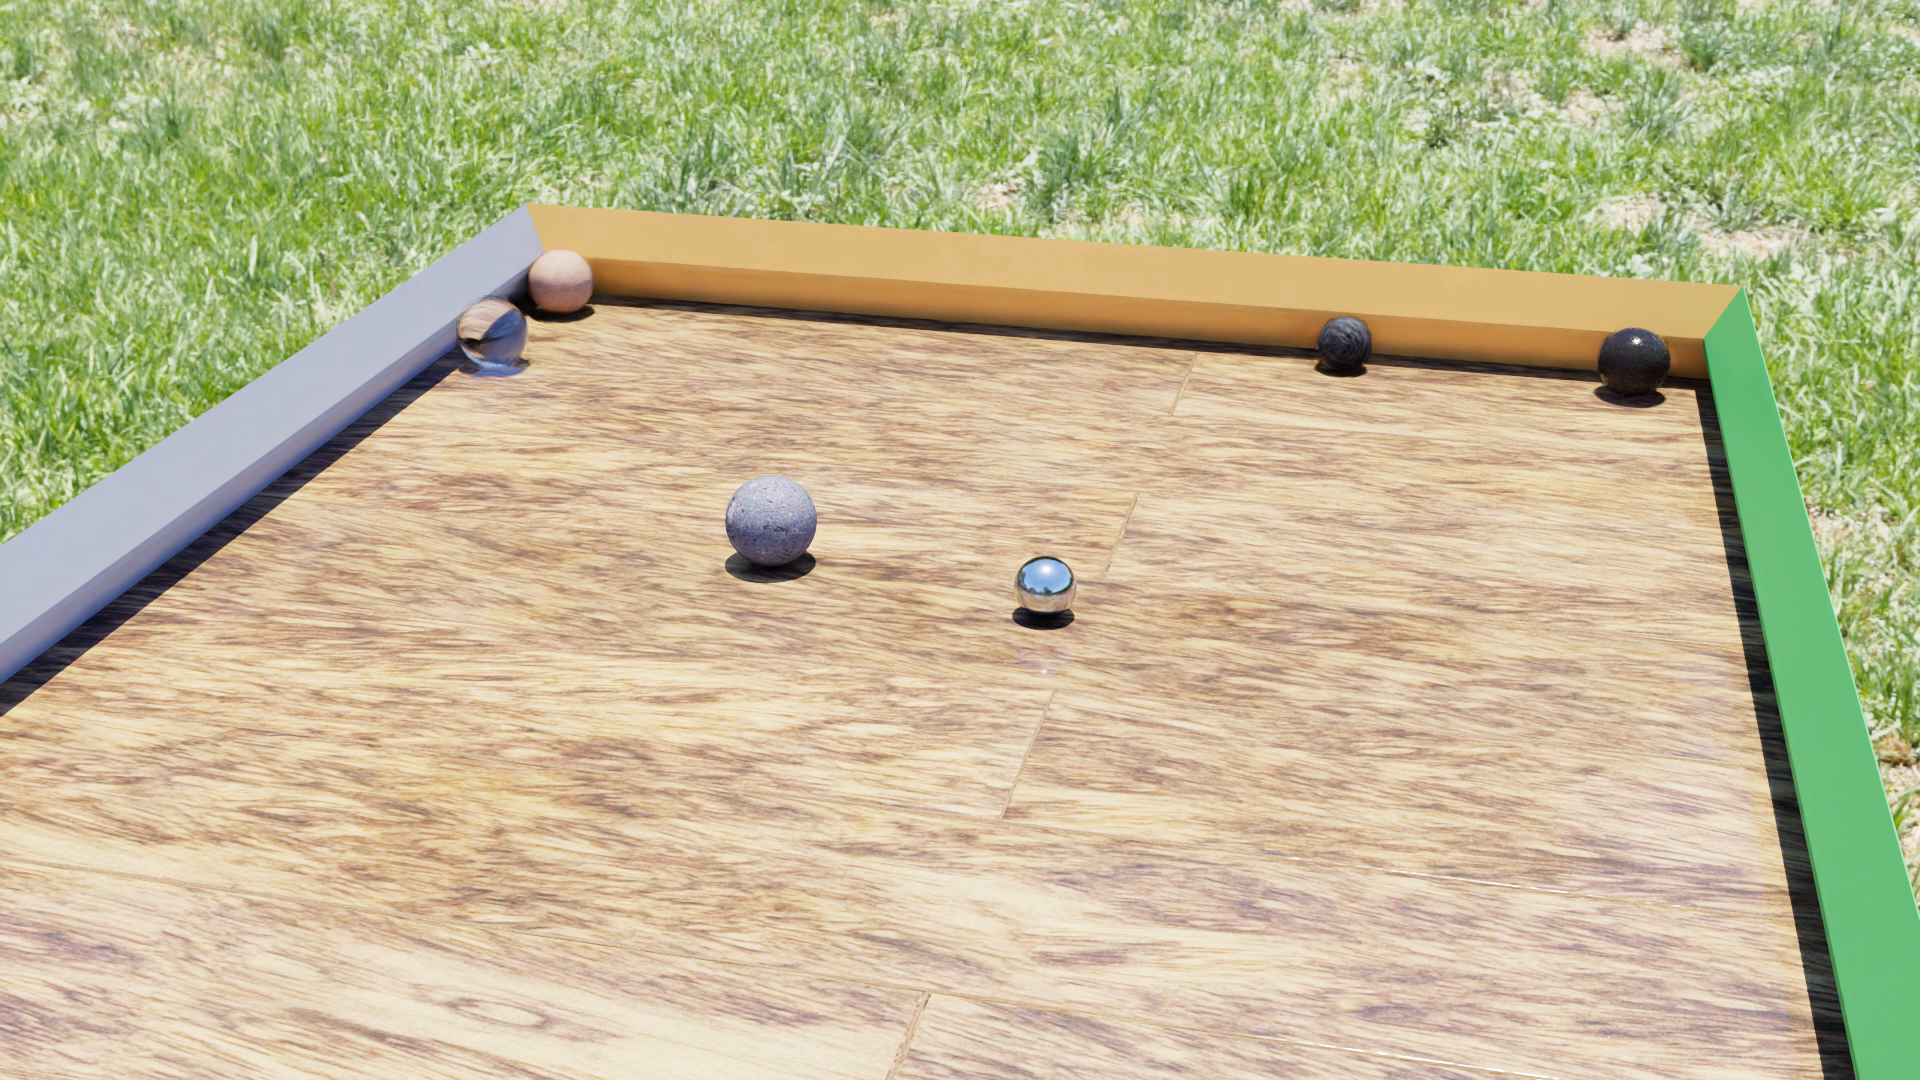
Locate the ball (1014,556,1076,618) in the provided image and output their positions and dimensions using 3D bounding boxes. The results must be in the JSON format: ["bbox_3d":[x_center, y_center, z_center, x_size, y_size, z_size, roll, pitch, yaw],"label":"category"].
[{"bbox_3d":[0.088,0.048,2.259,0.065,0.065,0.065,0,24,0],"label":"ball"}]

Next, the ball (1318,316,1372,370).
[{"bbox_3d":[0.514,-0.263,2.939,0.071,0.071,0.071,0,24,0],"label":"ball"}]

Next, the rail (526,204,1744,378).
[{"bbox_3d":[0.186,-0.343,3.044,1.703,0.129,0.045,6,25,12],"label":"rail"}]

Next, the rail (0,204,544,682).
[{"bbox_3d":[-0.997,0.231,1.776,0.045,0.129,3.304,6,25,12],"label":"rail"}]

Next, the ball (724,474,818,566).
[{"bbox_3d":[-0.204,-0.021,2.370,0.099,0.099,0.099,0,24,0],"label":"ball"}]

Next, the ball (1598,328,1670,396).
[{"bbox_3d":[0.871,-0.230,2.843,0.090,0.090,0.090,0,24,0],"label":"ball"}]

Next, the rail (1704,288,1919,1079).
[{"bbox_3d":[0.613,0.389,1.426,0.045,0.129,3.304,6,25,12],"label":"rail"}]

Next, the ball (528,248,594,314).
[{"bbox_3d":[-0.571,-0.370,3.148,0.094,0.094,0.094,0,24,0],"label":"ball"}]

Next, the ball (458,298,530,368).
[{"bbox_3d":[-0.624,-0.277,2.942,0.094,0.094,0.094,0,24,0],"label":"ball"}]
